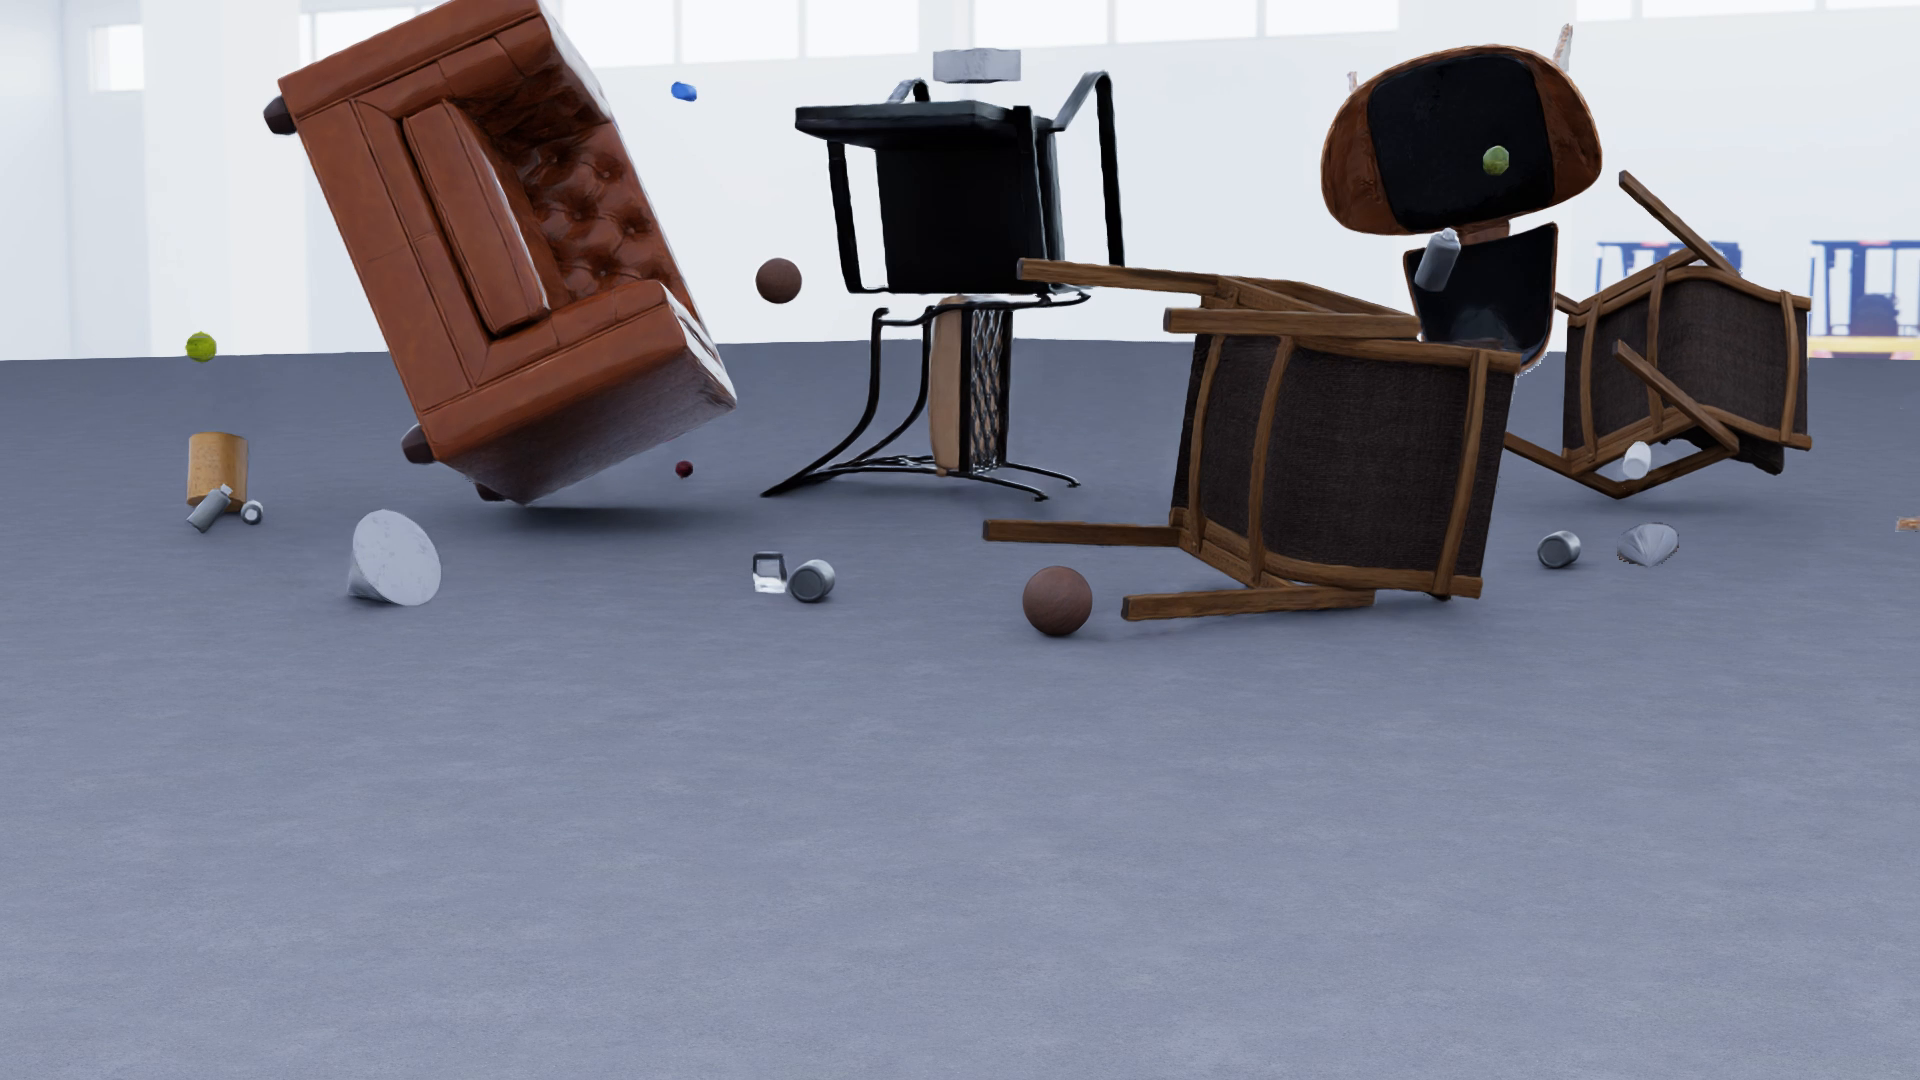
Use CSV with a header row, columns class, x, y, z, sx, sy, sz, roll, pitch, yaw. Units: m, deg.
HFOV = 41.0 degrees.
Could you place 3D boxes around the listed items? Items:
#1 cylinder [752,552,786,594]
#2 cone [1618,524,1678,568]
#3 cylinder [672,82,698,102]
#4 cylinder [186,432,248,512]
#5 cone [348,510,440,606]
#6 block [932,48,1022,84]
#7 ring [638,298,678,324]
class,x,y,z,sx,sy,sz,roll,pitch,yaw
cylinder,-0.395,0.067,5.326,0.056,0.091,0.047,2,25,13
cone,1.563,0.036,5.823,0.119,0.076,0.140,34,-48,-24
cylinder,-0.838,-1.361,7.788,0.062,0.050,0.053,34,17,26
cylinder,-2.055,-0.188,7.105,0.152,0.180,0.185,-4,-14,9
cone,-1.197,0.074,5.223,0.223,0.211,0.180,-29,8,45
block,0.025,-0.726,3.929,0.074,0.047,0.124,-6,9,-40
ring,-0.898,-0.682,7.622,0.127,0.050,0.080,-23,-7,-4
